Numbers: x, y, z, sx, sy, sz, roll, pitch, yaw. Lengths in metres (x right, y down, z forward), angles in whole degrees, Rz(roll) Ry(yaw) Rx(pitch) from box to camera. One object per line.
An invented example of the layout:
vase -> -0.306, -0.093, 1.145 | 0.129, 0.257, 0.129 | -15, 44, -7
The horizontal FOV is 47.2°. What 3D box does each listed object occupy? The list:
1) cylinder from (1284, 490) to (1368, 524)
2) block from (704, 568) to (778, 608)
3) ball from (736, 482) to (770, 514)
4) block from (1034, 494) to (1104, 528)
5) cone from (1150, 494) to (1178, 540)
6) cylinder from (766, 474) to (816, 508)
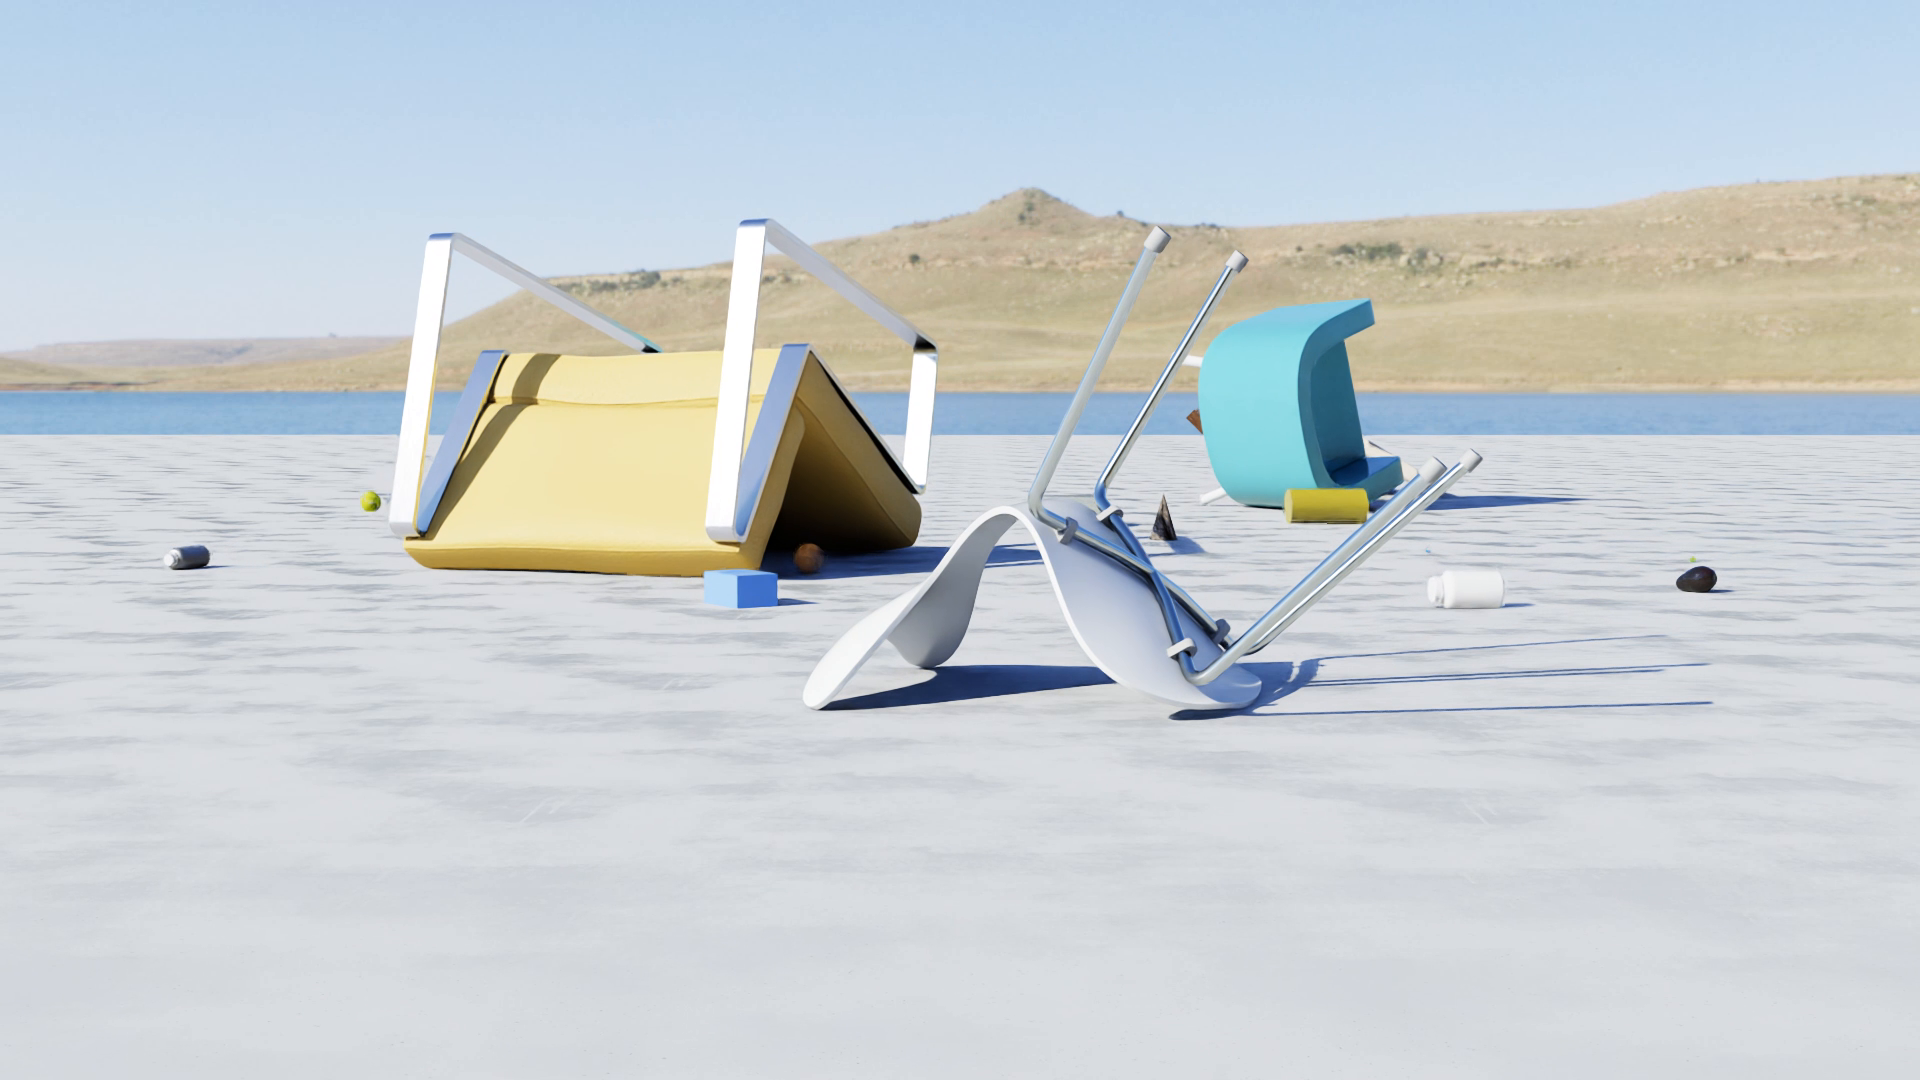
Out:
cylinder -> 1.220, -0.111, 7.328 | 0.256, 0.116, 0.113 | 0, -32, -5
block -> -0.457, 0.101, 4.579 | 0.094, 0.068, 0.148 | -3, 5, -33
ball -> -0.742, -0.151, 7.893 | 0.116, 0.116, 0.116 | 0, 4, 0
block -> 0.357, -0.094, 7.182 | 0.211, 0.100, 0.155 | 1, 4, 8
cone -> 0.606, -0.071, 6.547 | 0.074, 0.142, 0.092 | -3, 5, -40
cylinder -> -0.644, -0.184, 8.324 | 0.167, 0.104, 0.117 | -34, -16, 32
